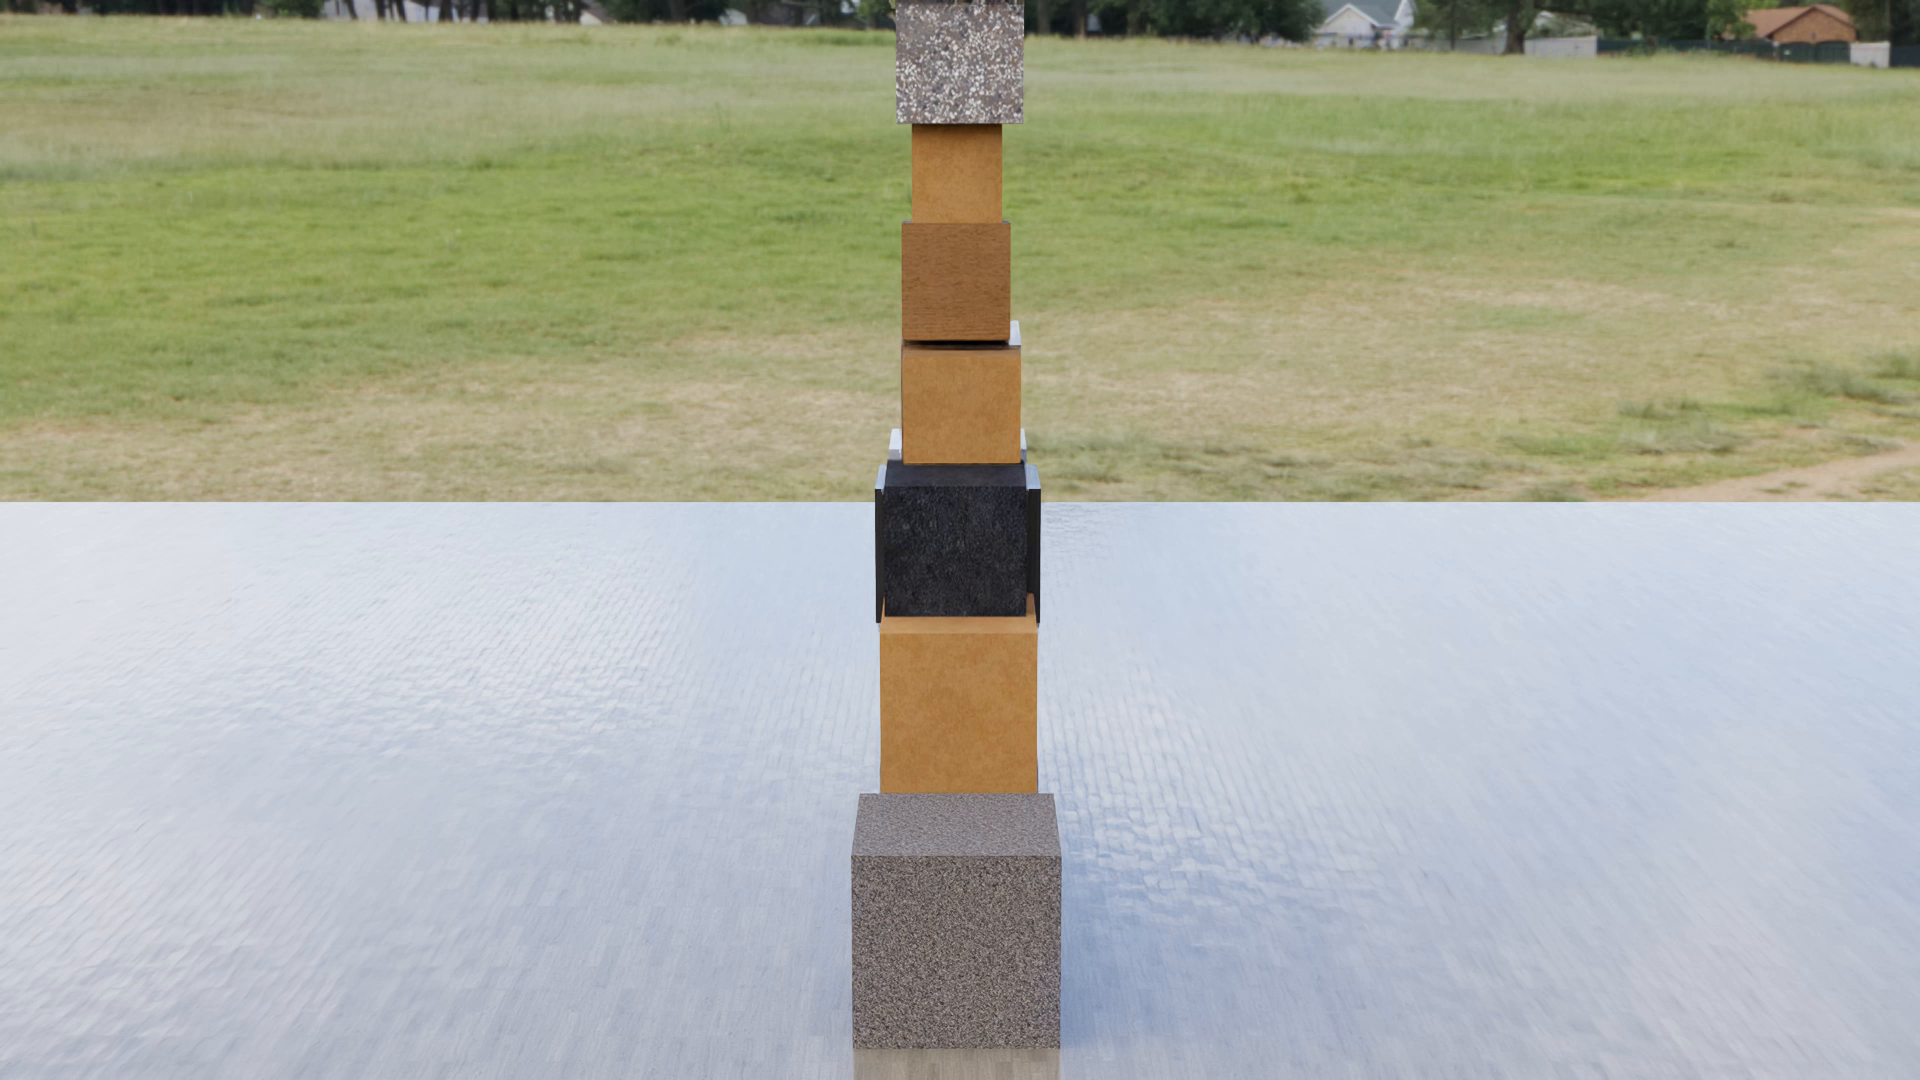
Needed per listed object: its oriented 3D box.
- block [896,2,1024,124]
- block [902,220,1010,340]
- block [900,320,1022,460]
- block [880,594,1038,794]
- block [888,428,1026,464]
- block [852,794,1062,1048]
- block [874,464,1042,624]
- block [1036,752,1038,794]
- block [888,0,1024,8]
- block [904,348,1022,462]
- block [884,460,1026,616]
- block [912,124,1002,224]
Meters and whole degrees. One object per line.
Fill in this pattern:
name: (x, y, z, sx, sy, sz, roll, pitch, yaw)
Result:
block: (-0.001, -1.997, 10.777, 0.523, 0.491, 0.567, 0, 9, 0)
block: (-0.016, -1.110, 10.916, 0.455, 0.484, 0.404, 0, 9, 0)
block: (0.004, -0.639, 11.238, 0.511, 0.552, 0.543, 0, 16, 0)
block: (-0.005, 0.627, 10.419, 0.619, 0.685, 0.628, 0, 13, 0)
block: (-0.010, -0.140, 11.767, 0.614, 0.656, 0.584, 0, 12, 0)
block: (-0.013, 1.423, 9.691, 0.758, 0.733, 0.815, 0, 10, 0)
block: (-0.009, 0.009, 11.150, 0.698, 0.578, 0.672, 0, 10, 0)
block: (-0.004, 1.193, 11.083, 0.661, 0.687, 0.688, 0, 10, 0)
block: (-0.016, -2.538, 10.692, 0.550, 0.605, 0.614, 0, 9, 0)
block: (0.008, -0.566, 10.736, 0.483, 0.438, 0.414, 0, 9, 0)
block: (-0.019, -0.014, 10.478, 0.567, 0.535, 0.527, 0, 13, 0)
block: (-0.012, -1.552, 10.847, 0.375, 0.410, 0.380, 0, 9, 0)
